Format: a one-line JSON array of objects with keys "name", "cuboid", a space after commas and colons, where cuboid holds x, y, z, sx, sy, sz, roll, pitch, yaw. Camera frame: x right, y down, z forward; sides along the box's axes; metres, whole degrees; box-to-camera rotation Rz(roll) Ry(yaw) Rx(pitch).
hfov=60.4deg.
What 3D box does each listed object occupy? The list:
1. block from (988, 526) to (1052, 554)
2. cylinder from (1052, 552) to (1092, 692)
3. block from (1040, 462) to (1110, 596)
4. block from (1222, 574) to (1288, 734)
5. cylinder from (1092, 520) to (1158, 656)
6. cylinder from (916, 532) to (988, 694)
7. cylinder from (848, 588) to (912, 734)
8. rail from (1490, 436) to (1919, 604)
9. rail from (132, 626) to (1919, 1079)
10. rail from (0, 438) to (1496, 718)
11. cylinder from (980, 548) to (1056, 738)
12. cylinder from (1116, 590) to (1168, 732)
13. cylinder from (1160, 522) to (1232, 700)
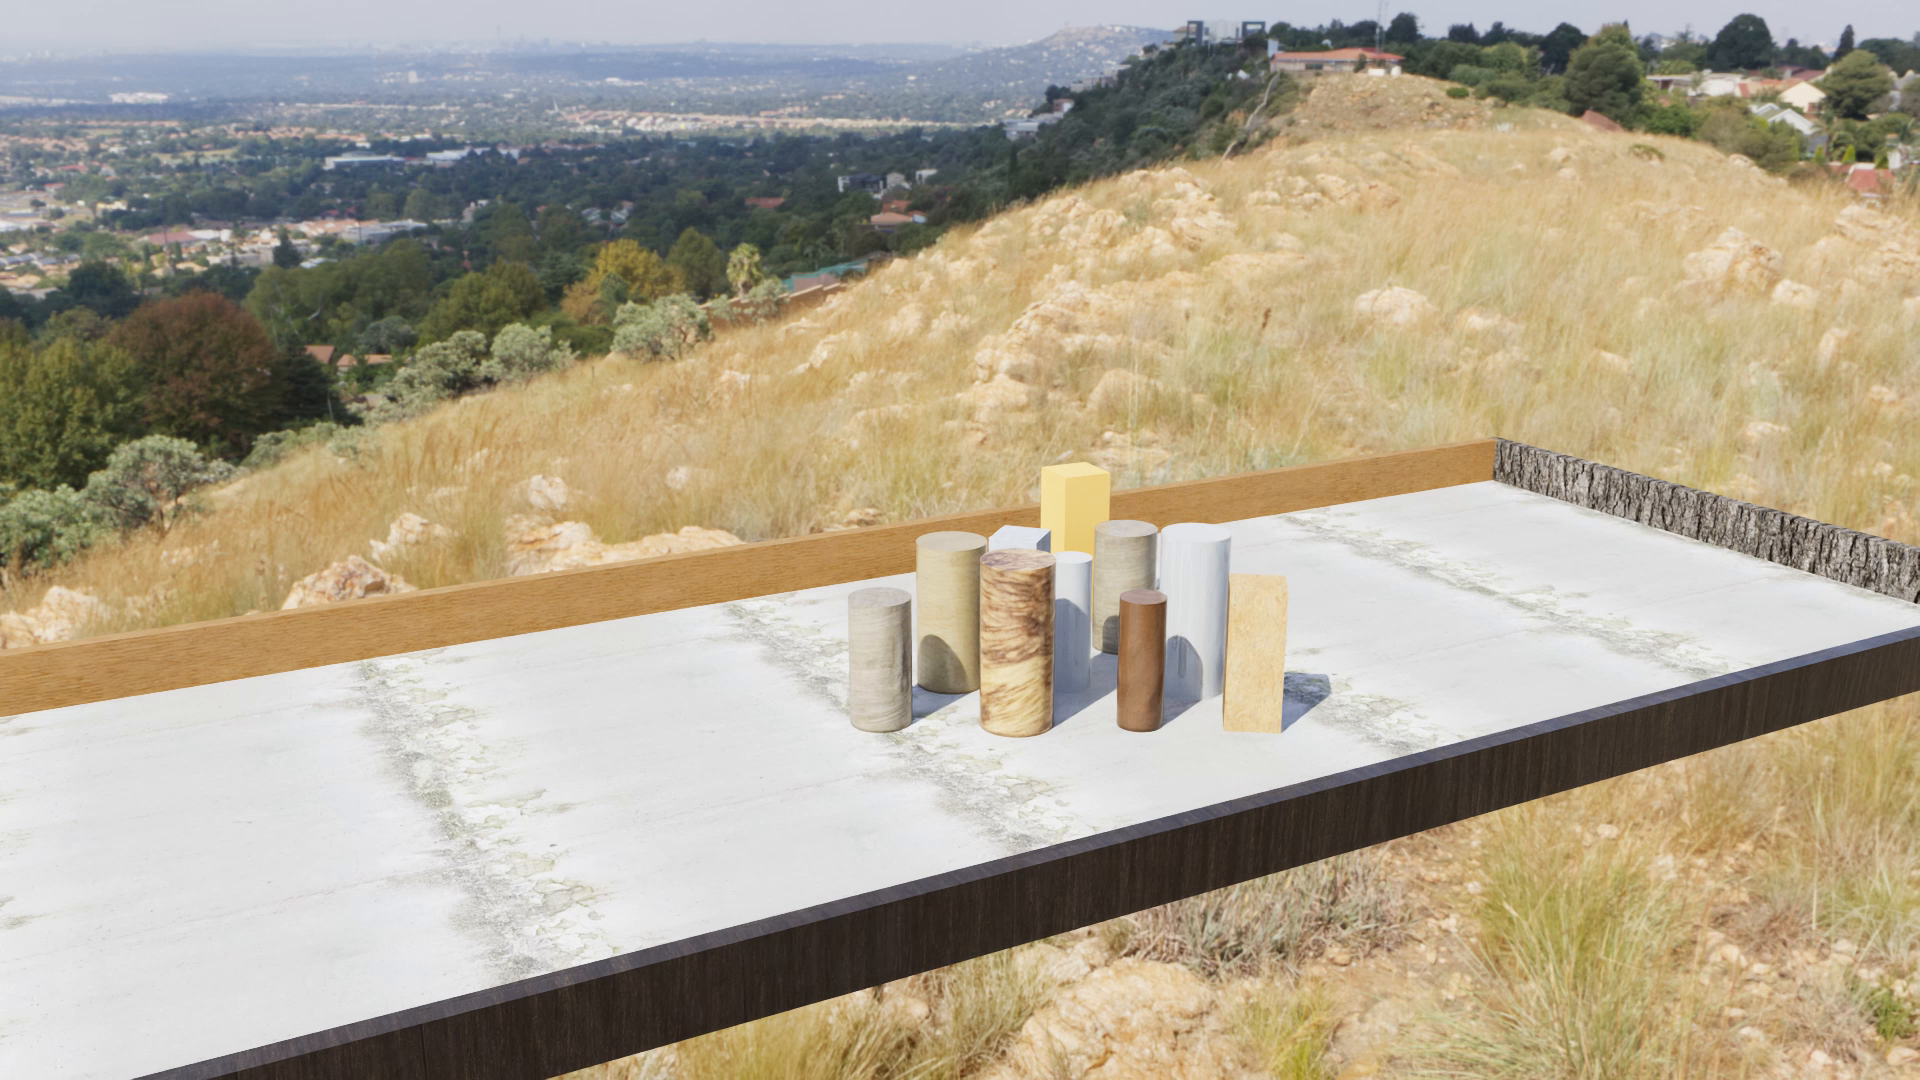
[{"name": "block", "cuboid": [0.158, 0.130, 4.368, 0.130, 0.306, 0.130, 6, 17, 19]}, {"name": "cylinder", "cuboid": [0.273, 0.202, 4.075, 0.102, 0.334, 0.102, 0, 16, 0]}, {"name": "block", "cuboid": [0.317, 0.009, 4.581, 0.138, 0.419, 0.138, -7, 18, -24]}, {"name": "block", "cuboid": [0.687, 0.264, 3.847, 0.131, 0.344, 0.131, 2, 17, 7]}, {"name": "cylinder", "cuboid": [0.435, 0.124, 4.357, 0.165, 0.324, 0.165, 0, 16, 0]}, {"name": "cylinder", "cuboid": [-0.021, 0.179, 4.091, 0.175, 0.369, 0.175, 0, 16, 0]}, {"name": "cylinder", "cuboid": [-0.185, 0.280, 3.855, 0.147, 0.309, 0.147, 0, 16, 0]}, {"name": "rail", "cuboid": [2.466, -0.048, 5.253, 0.050, 0.150, 2.100, -9, 18, -27]}, {"name": "rail", "cuboid": [-2.336, 1.006, 1.665, 12.000, 0.150, 0.050, -9, 18, -27]}, {"name": "rail", "cuboid": [-3.305, 0.497, 3.399, 12.000, 0.150, 0.050, -9, 18, -27]}, {"name": "cylinder", "cuboid": [0.133, 0.238, 3.829, 0.175, 0.405, 0.175, 0, 16, 0]}, {"name": "cylinder", "cuboid": [0.423, 0.281, 3.840, 0.110, 0.314, 0.110, 0, 16, 0]}, {"name": "cylinder", "cuboid": [0.573, 0.174, 4.052, 0.170, 0.401, 0.170, 0, 16, 0]}]
